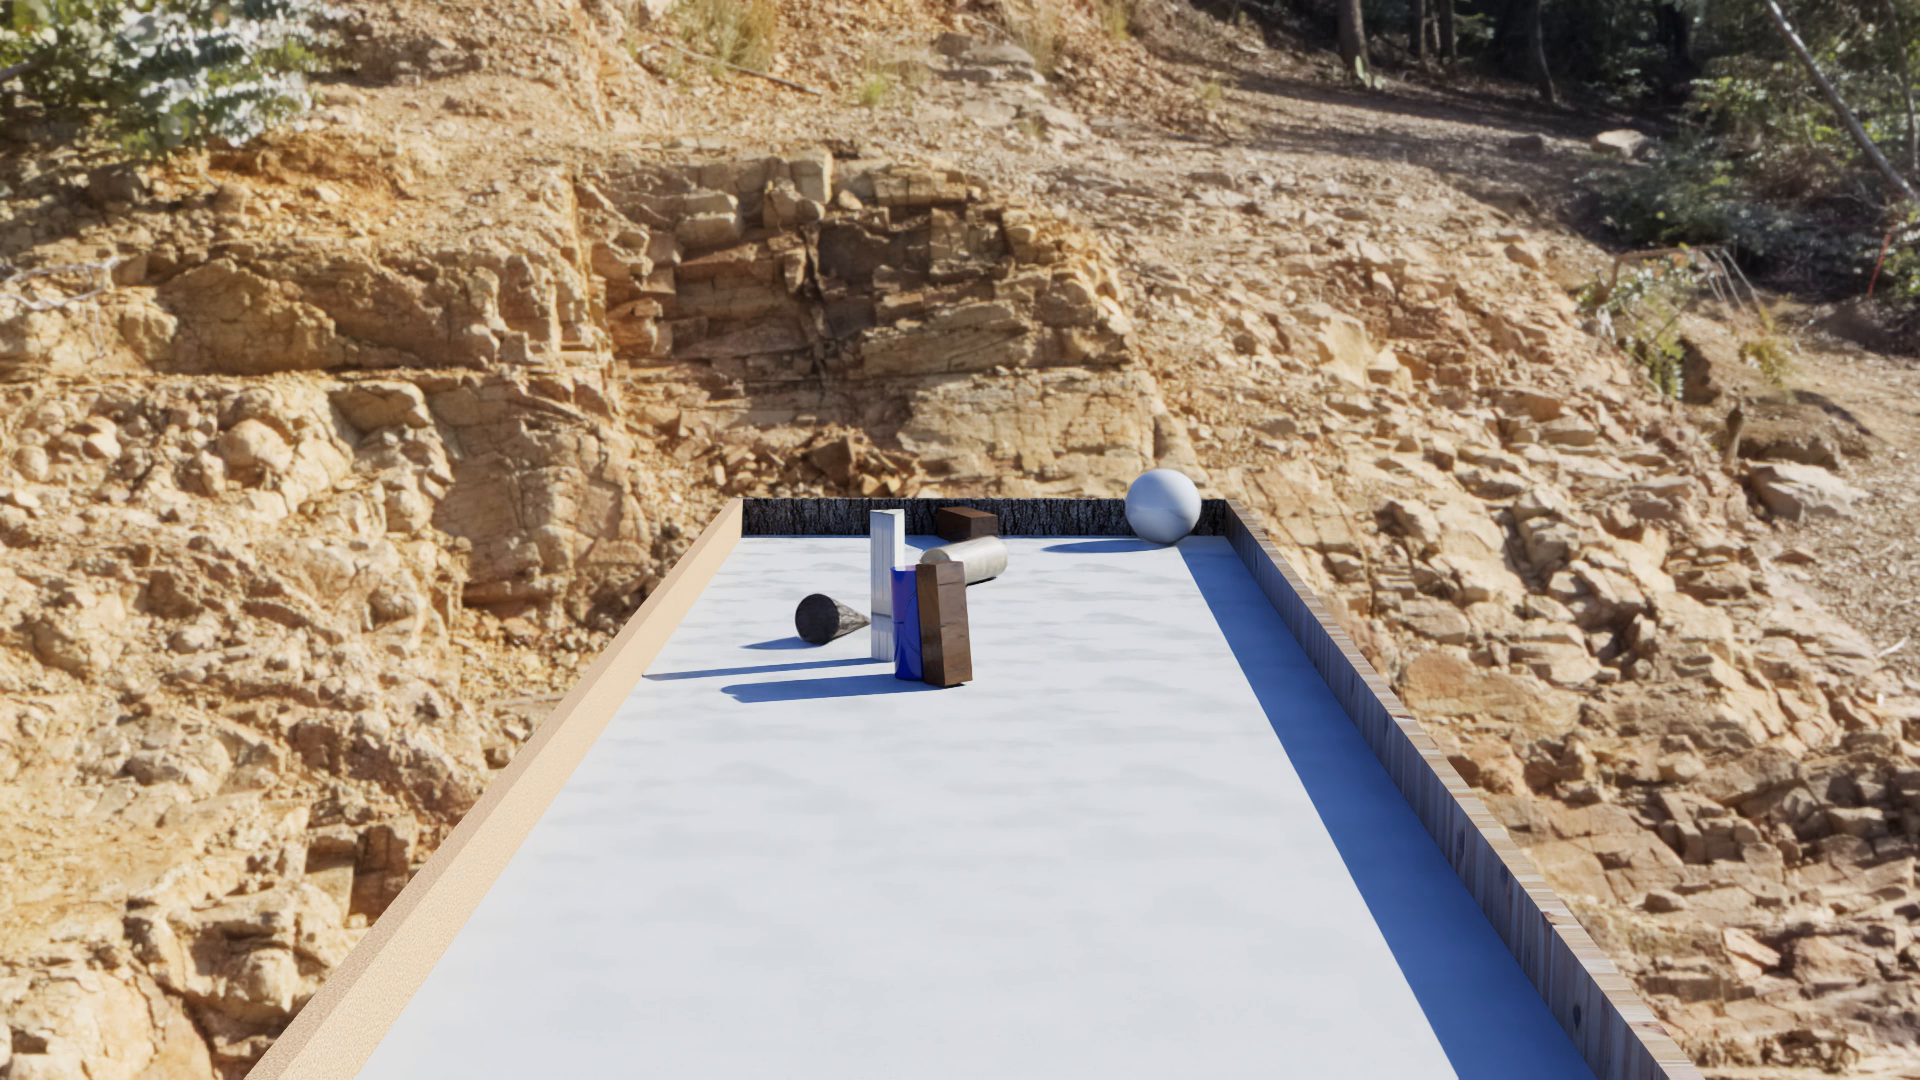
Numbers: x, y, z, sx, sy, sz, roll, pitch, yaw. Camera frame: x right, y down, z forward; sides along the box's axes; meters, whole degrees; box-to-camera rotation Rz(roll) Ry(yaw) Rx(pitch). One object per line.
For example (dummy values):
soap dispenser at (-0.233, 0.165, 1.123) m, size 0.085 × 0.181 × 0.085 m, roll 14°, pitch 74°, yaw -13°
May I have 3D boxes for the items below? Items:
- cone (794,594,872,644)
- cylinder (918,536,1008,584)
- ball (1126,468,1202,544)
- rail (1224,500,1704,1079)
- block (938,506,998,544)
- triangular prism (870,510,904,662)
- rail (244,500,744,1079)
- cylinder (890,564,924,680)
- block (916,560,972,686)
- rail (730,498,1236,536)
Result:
cone at (-0.365, 0.260, 7.116) m, size 0.160 × 0.160 × 0.408 m, roll 4°, pitch -1°, yaw 25°
cylinder at (0.013, 0.085, 7.979) m, size 0.155 × 0.155 × 0.364 m, roll 6°, pitch 11°, yaw 32°
ball at (0.822, -0.137, 8.896) m, size 0.307 × 0.307 × 0.307 m, roll 0°, pitch 9°, yaw 0°
rail at (1.046, 0.843, 3.208) m, size 0.050 × 0.150 × 12.000 m, roll 0°, pitch 9°, yaw 1°
block at (0.030, -0.054, 8.962) m, size 0.122 × 0.122 × 0.303 m, roll -4°, pitch 10°, yaw -26°
triangular prism at (-0.204, 0.136, 6.700) m, size 0.090 × 0.455 × 0.104 m, roll -9°, pitch 13°, yaw -44°
rail at (-1.004, 0.839, 3.234) m, size 0.050 × 0.150 × 12.000 m, roll 0°, pitch 9°, yaw 1°
cylinder at (-0.131, 0.239, 6.454) m, size 0.137 × 0.318 × 0.137 m, roll -3°, pitch 6°, yaw 0°
block at (-0.046, 0.238, 6.359) m, size 0.100 × 0.349 × 0.100 m, roll -7°, pitch 5°, yaw -37°
rail at (0.099, -0.098, 9.147) m, size 2.100 × 0.150 × 0.050 m, roll 0°, pitch 9°, yaw 1°
